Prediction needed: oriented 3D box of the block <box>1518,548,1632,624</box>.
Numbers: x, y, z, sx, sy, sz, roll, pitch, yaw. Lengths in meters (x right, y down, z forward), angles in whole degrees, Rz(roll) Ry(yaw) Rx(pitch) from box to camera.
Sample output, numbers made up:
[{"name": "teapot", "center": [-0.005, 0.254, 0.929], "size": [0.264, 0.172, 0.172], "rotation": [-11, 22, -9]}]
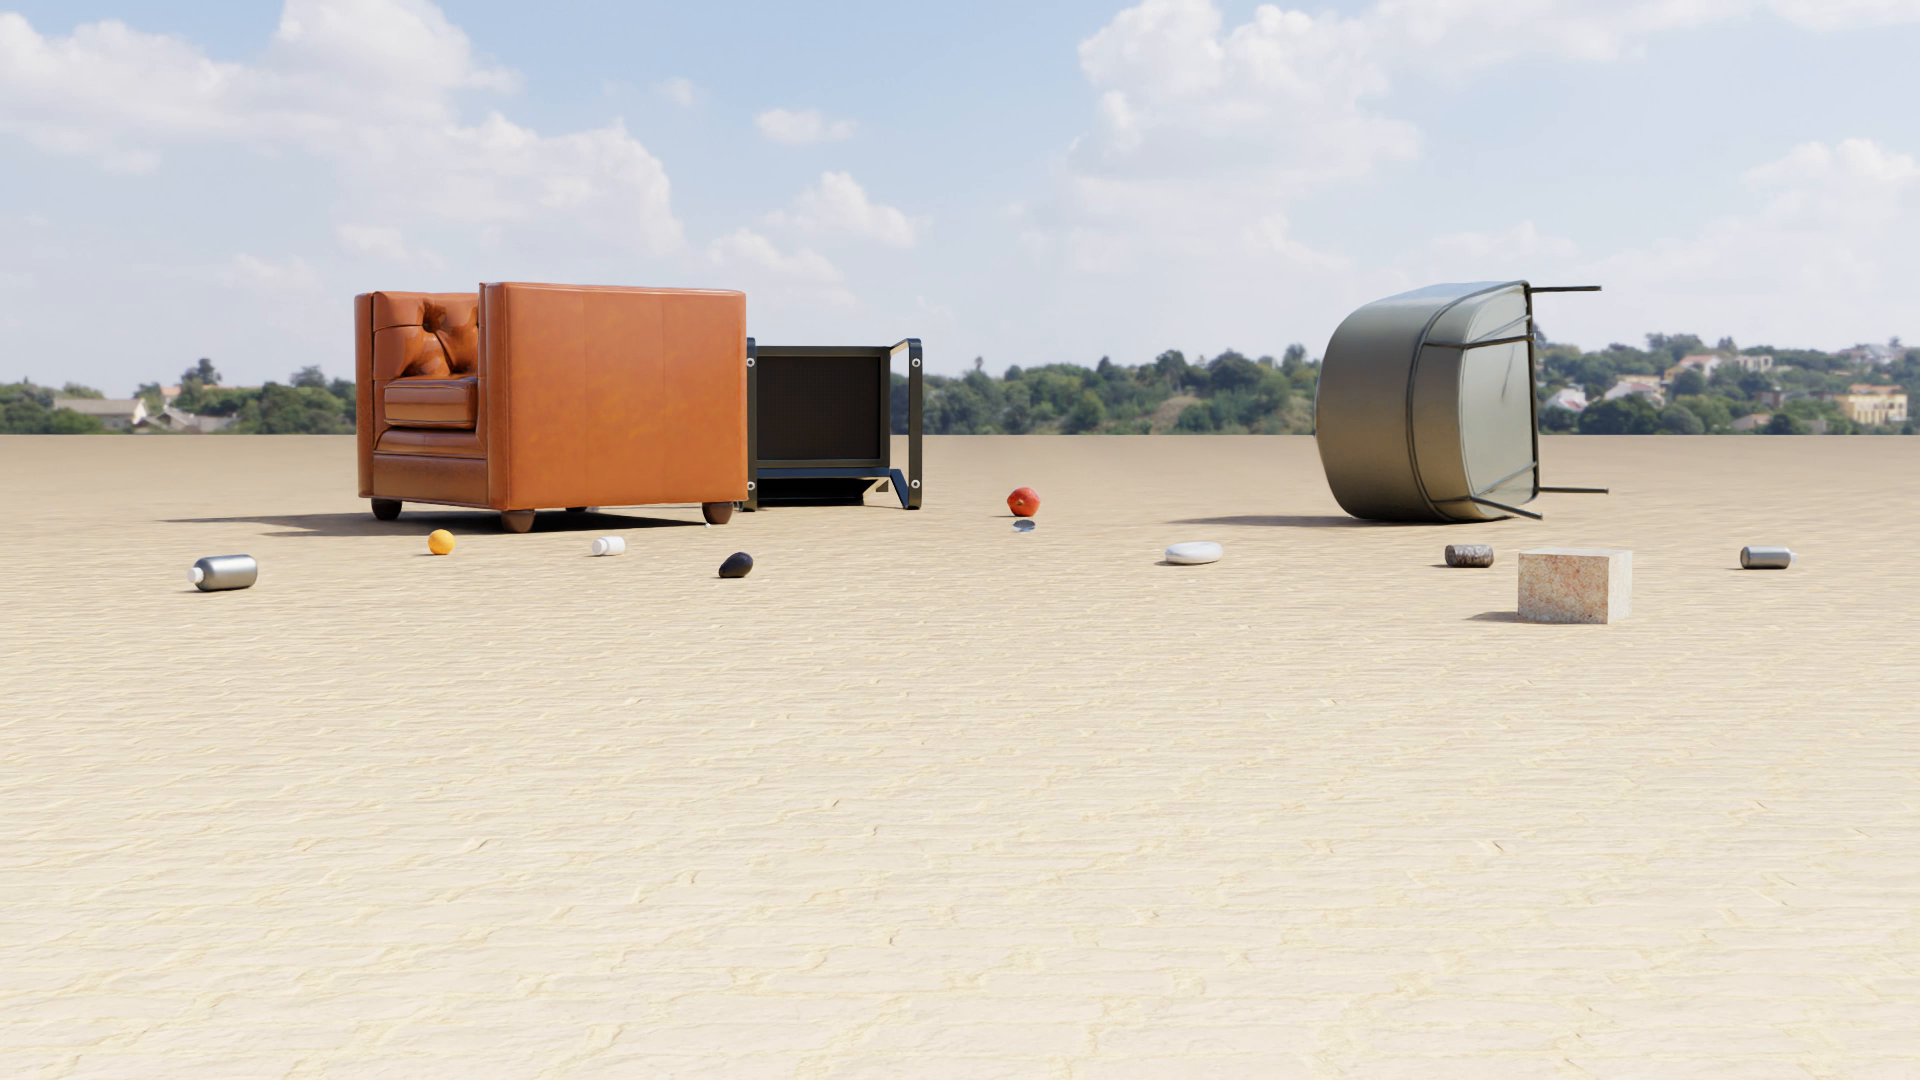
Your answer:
[{"name": "block", "center": [1.209, 0.088, 4.321], "size": [0.174, 0.130, 0.191], "rotation": [2, 5, 30]}]

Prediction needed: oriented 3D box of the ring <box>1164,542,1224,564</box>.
[{"name": "ring", "center": [0.608, 0.034, 5.714], "size": [0.133, 0.047, 0.309], "rotation": [0, 3, 22]}]

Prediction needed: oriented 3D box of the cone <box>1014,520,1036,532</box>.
[{"name": "cone", "center": [0.199, -0.038, 6.952], "size": [0.073, 0.040, 0.091], "rotation": [-2, -8, -4]}]

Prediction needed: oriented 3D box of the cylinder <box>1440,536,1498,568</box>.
[{"name": "cylinder", "center": [1.290, 0.039, 5.574], "size": [0.096, 0.055, 0.128], "rotation": [31, -17, -12]}]
